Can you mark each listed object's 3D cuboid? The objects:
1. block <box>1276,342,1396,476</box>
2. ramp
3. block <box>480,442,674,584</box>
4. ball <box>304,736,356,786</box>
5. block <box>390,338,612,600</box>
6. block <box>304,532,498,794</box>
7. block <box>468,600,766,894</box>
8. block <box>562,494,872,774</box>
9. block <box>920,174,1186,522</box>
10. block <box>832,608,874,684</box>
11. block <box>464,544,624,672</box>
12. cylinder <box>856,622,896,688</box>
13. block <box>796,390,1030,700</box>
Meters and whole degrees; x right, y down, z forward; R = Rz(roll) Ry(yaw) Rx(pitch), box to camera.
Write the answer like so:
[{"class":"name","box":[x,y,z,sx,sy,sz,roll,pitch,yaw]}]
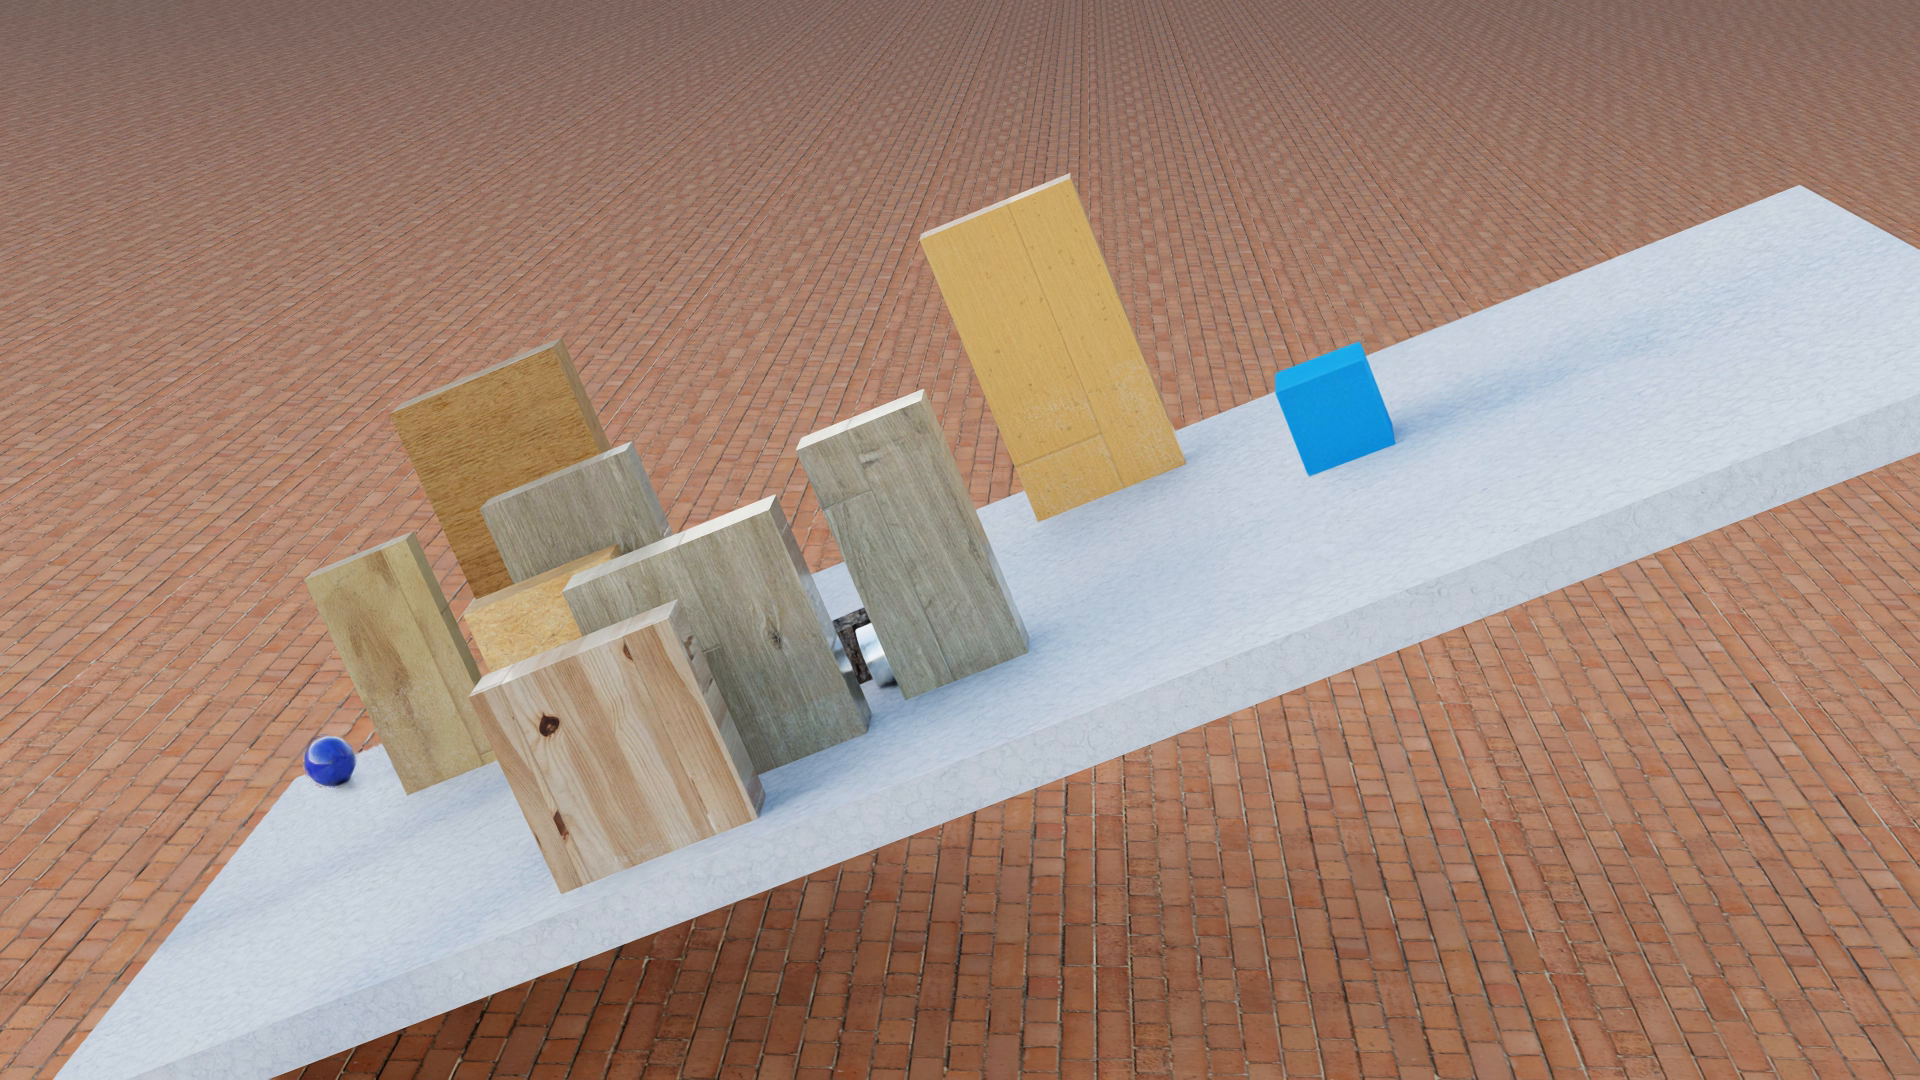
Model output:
[{"class":"block","box":[0.802,-0.282,6.296,0.195,0.195,0.195,-21,12,11]},{"class":"ramp","box":[0.126,0.172,6.288,4.000,0.100,2.000,-21,12,8]},{"class":"block","box":[-0.757,0.130,6.413,0.346,0.601,0.094,-21,12,8]},{"class":"ball","box":[-1.545,0.543,7.215,0.125,0.125,0.125,0,14,0]},{"class":"block","box":[-1.006,-0.036,7.118,0.429,0.794,0.130,-21,12,8]},{"class":"block","box":[-1.268,0.286,6.786,0.258,0.556,0.082,-21,12,8]},{"class":"block","box":[-0.641,0.389,5.532,0.407,0.418,0.136,-21,12,8]},{"class":"block","box":[-0.473,0.223,5.777,0.439,0.484,0.127,-21,12,8]},{"class":"block","box":[0.218,-0.442,6.809,0.371,0.715,0.098,-21,12,8]},{"class":"block","box":[-0.225,0.230,6.159,0.121,0.121,0.121,-23,12,-1]},{"class":"block","box":[-0.808,0.275,6.293,0.340,0.429,0.117,-21,12,8]},{"class":"cylinder","box":[-0.128,0.218,6.017,0.129,0.129,0.129,-22,13,5]},{"class":"block","box":[-0.090,0.010,5.833,0.265,0.550,0.116,-21,12,8]}]
